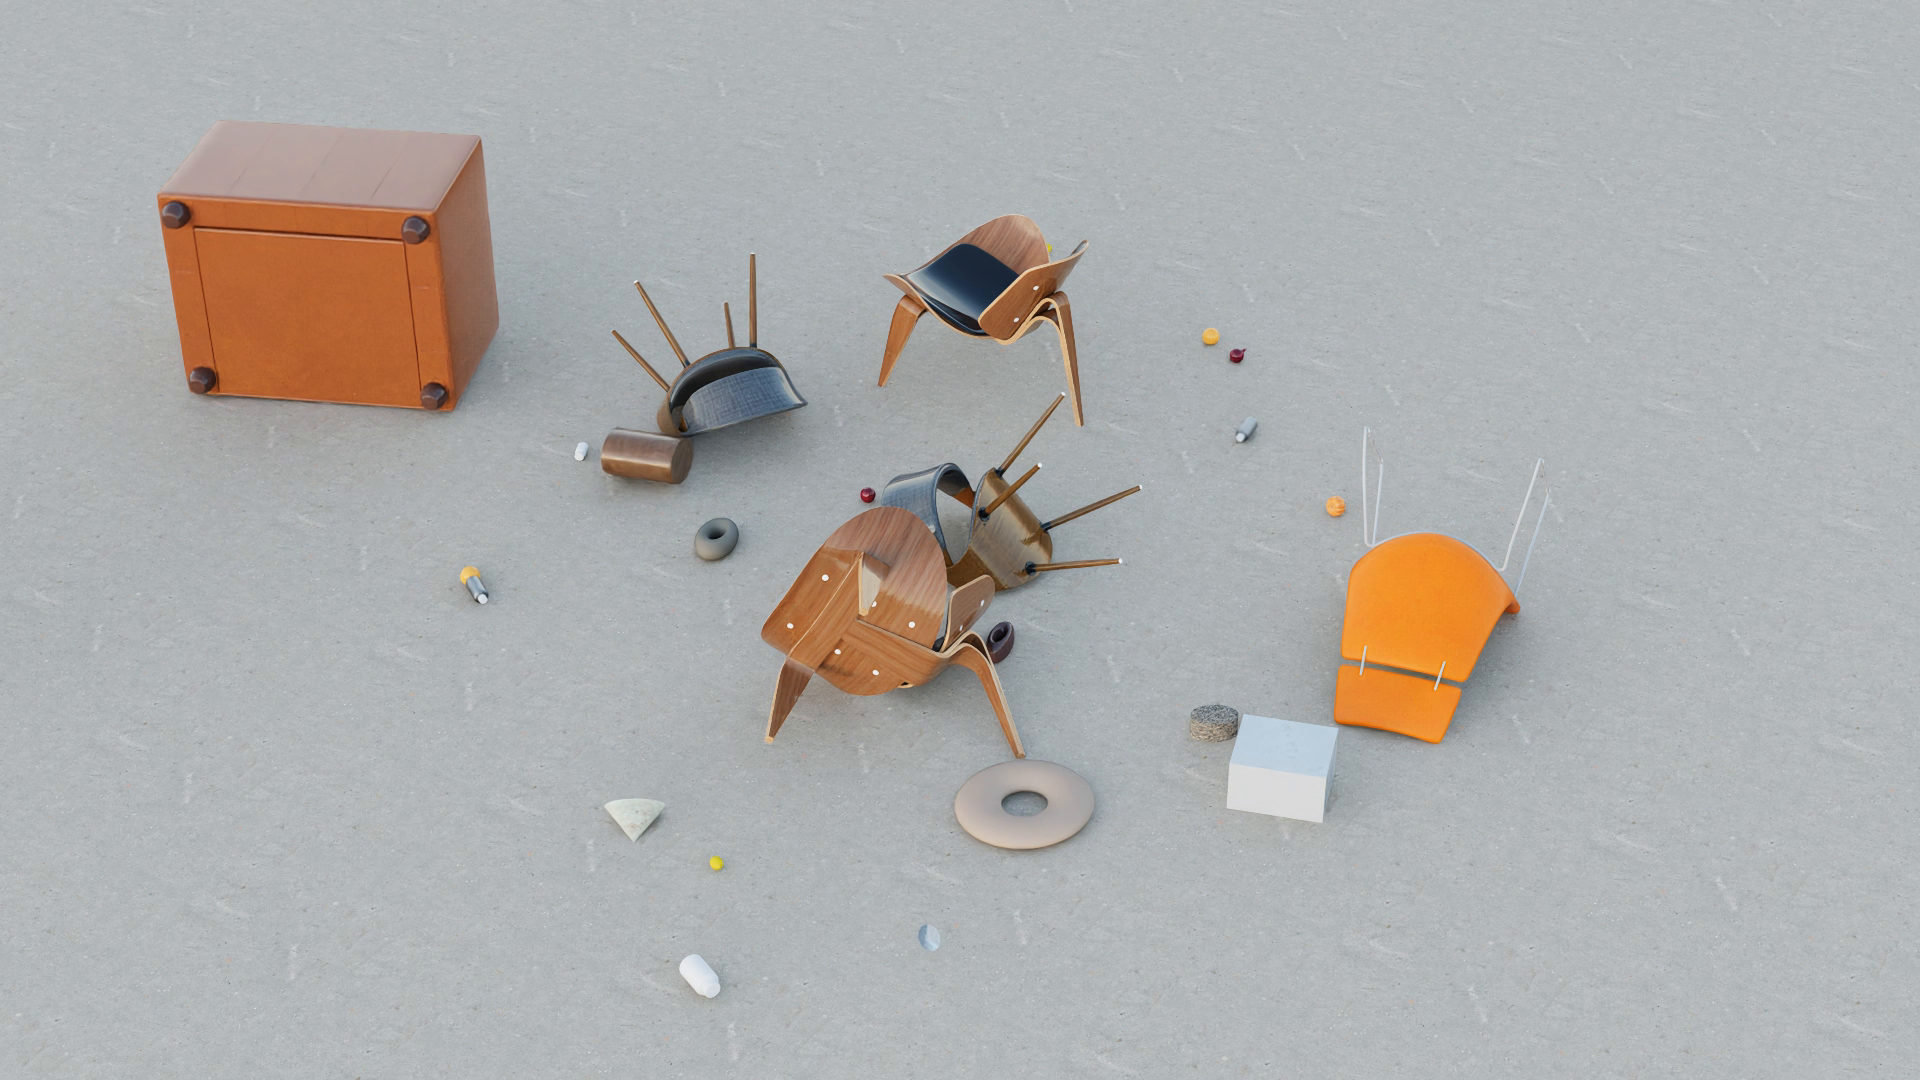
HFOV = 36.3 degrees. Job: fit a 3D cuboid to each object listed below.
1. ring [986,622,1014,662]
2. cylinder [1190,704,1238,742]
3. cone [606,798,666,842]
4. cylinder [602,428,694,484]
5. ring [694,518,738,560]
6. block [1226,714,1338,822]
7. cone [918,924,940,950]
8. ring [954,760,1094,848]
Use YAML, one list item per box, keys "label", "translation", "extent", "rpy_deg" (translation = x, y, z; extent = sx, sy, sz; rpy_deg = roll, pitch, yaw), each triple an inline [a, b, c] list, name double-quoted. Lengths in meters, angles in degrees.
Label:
- label: "ring"
  translation: [0.141, 0.360, 10.327]
  extent: [0.088, 0.081, 0.194]
  rpy_deg: [9, 36, 17]
- label: "cylinder"
  translation: [0.860, 0.622, 9.932]
  extent: [0.162, 0.076, 0.111]
  rpy_deg: [-2, 33, -3]
- label: "cone"
  translation: [-1.055, 0.922, 9.508]
  extent: [0.198, 0.084, 0.144]
  rpy_deg: [-1, 50, -3]
- label: "cylinder"
  translation: [-1.200, -0.323, 11.261]
  extent: [0.282, 0.180, 0.252]
  rpy_deg: [9, 13, 13]
- label: "ring"
  translation: [-0.904, -0.005, 10.882]
  extent: [0.155, 0.077, 0.235]
  rpy_deg: [6, 33, 12]
- label: "block"
  translation: [1.061, 0.750, 9.638]
  extent: [0.315, 0.185, 0.275]
  rpy_deg: [8, 34, 12]
- label: "cone"
  translation: [-0.107, 1.234, 9.045]
  extent: [0.082, 0.040, 0.096]
  rpy_deg: [53, 39, -2]
- label: "ring"
  translation: [0.211, 0.861, 9.579]
  extent: [0.466, 0.066, 0.436]
  rpy_deg: [-19, 38, -26]
